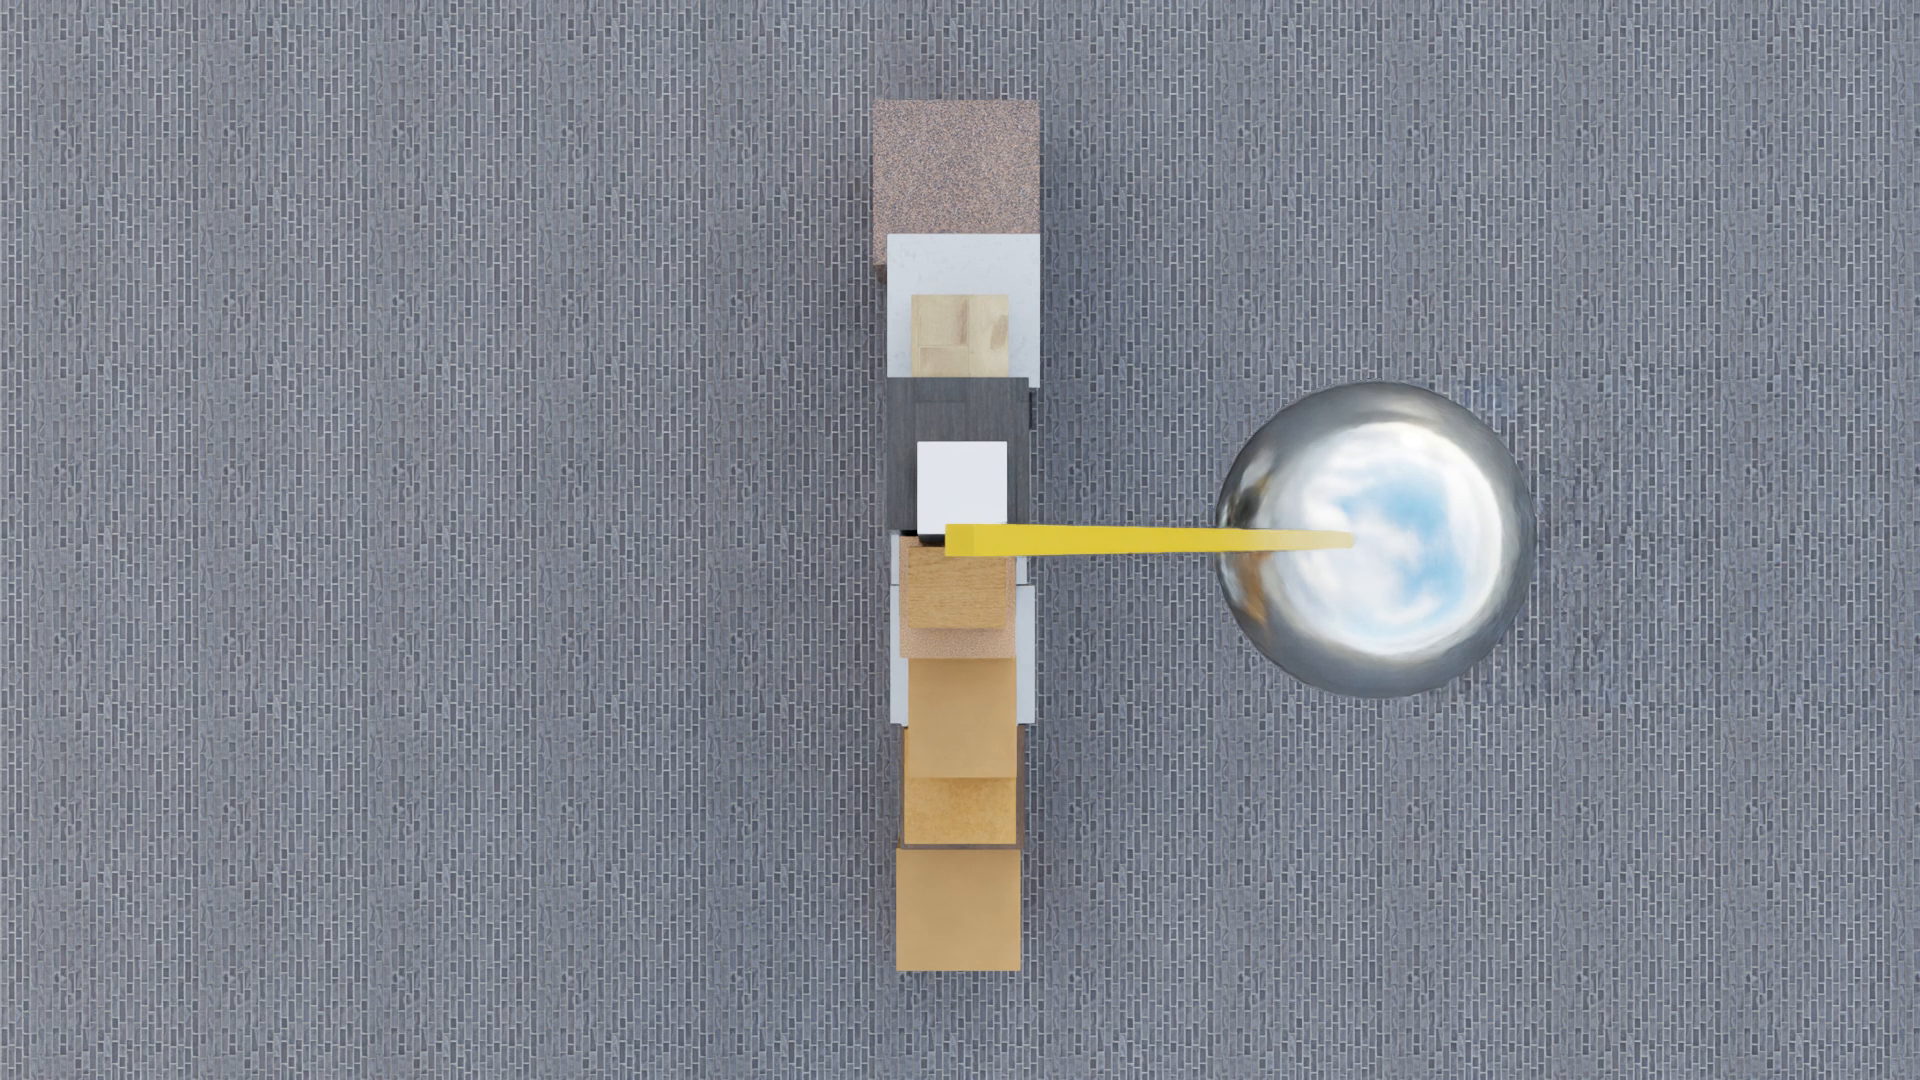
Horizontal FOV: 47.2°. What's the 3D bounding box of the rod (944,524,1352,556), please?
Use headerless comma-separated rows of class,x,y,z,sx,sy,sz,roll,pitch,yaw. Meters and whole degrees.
rod,0.899,0.000,7.857,0.080,5.200,0.080,0,90,20

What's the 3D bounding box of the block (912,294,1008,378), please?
block,-0.001,-1.008,11.103,0.483,0.418,0.414,0,89,0

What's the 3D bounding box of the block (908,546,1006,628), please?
block,-0.013,0.224,10.610,0.463,0.413,0.382,0,90,0

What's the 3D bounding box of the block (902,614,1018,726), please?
block,-0.002,0.696,11.966,0.617,0.585,0.586,0,90,0

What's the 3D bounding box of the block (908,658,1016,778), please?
block,0.013,0.895,11.356,0.548,0.514,0.619,0,89,0

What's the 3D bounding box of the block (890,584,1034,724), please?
block,0.014,0.638,12.629,0.804,0.742,0.766,0,90,0

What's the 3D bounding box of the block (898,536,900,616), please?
block,-0.012,0.088,11.840,0.612,0.747,0.612,0,90,0

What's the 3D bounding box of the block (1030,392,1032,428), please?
block,0.004,-1.070,12.596,0.792,0.809,0.878,0,90,0

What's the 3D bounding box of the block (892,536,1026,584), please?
block,-0.005,-0.188,12.607,0.750,0.786,0.865,0,90,0

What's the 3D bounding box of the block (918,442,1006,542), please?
block,0.010,-0.228,10.604,0.420,0.454,0.435,0,85,0

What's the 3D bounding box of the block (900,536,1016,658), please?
block,-0.013,0.282,11.142,0.571,0.651,0.598,0,90,0

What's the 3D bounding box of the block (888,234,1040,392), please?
block,0.019,-1.195,11.726,0.784,0.820,0.786,0,92,0

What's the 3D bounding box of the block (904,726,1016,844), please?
block,0.001,1.301,11.935,0.588,0.647,0.604,0,90,0

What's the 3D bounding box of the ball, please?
ball,2.074,0.000,11.047,1.600,1.600,1.600,0,90,0

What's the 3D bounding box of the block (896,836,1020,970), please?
block,-0.009,2.080,12.689,0.699,0.622,0.689,0,90,0

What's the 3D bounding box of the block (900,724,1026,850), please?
block,0.015,1.378,12.630,0.697,0.741,0.695,0,90,0

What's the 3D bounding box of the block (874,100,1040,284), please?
block,-0.020,-1.972,12.562,0.918,0.876,0.906,0,90,0

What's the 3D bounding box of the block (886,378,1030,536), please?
block,-0.010,-0.415,11.161,0.703,0.626,0.756,0,88,0
